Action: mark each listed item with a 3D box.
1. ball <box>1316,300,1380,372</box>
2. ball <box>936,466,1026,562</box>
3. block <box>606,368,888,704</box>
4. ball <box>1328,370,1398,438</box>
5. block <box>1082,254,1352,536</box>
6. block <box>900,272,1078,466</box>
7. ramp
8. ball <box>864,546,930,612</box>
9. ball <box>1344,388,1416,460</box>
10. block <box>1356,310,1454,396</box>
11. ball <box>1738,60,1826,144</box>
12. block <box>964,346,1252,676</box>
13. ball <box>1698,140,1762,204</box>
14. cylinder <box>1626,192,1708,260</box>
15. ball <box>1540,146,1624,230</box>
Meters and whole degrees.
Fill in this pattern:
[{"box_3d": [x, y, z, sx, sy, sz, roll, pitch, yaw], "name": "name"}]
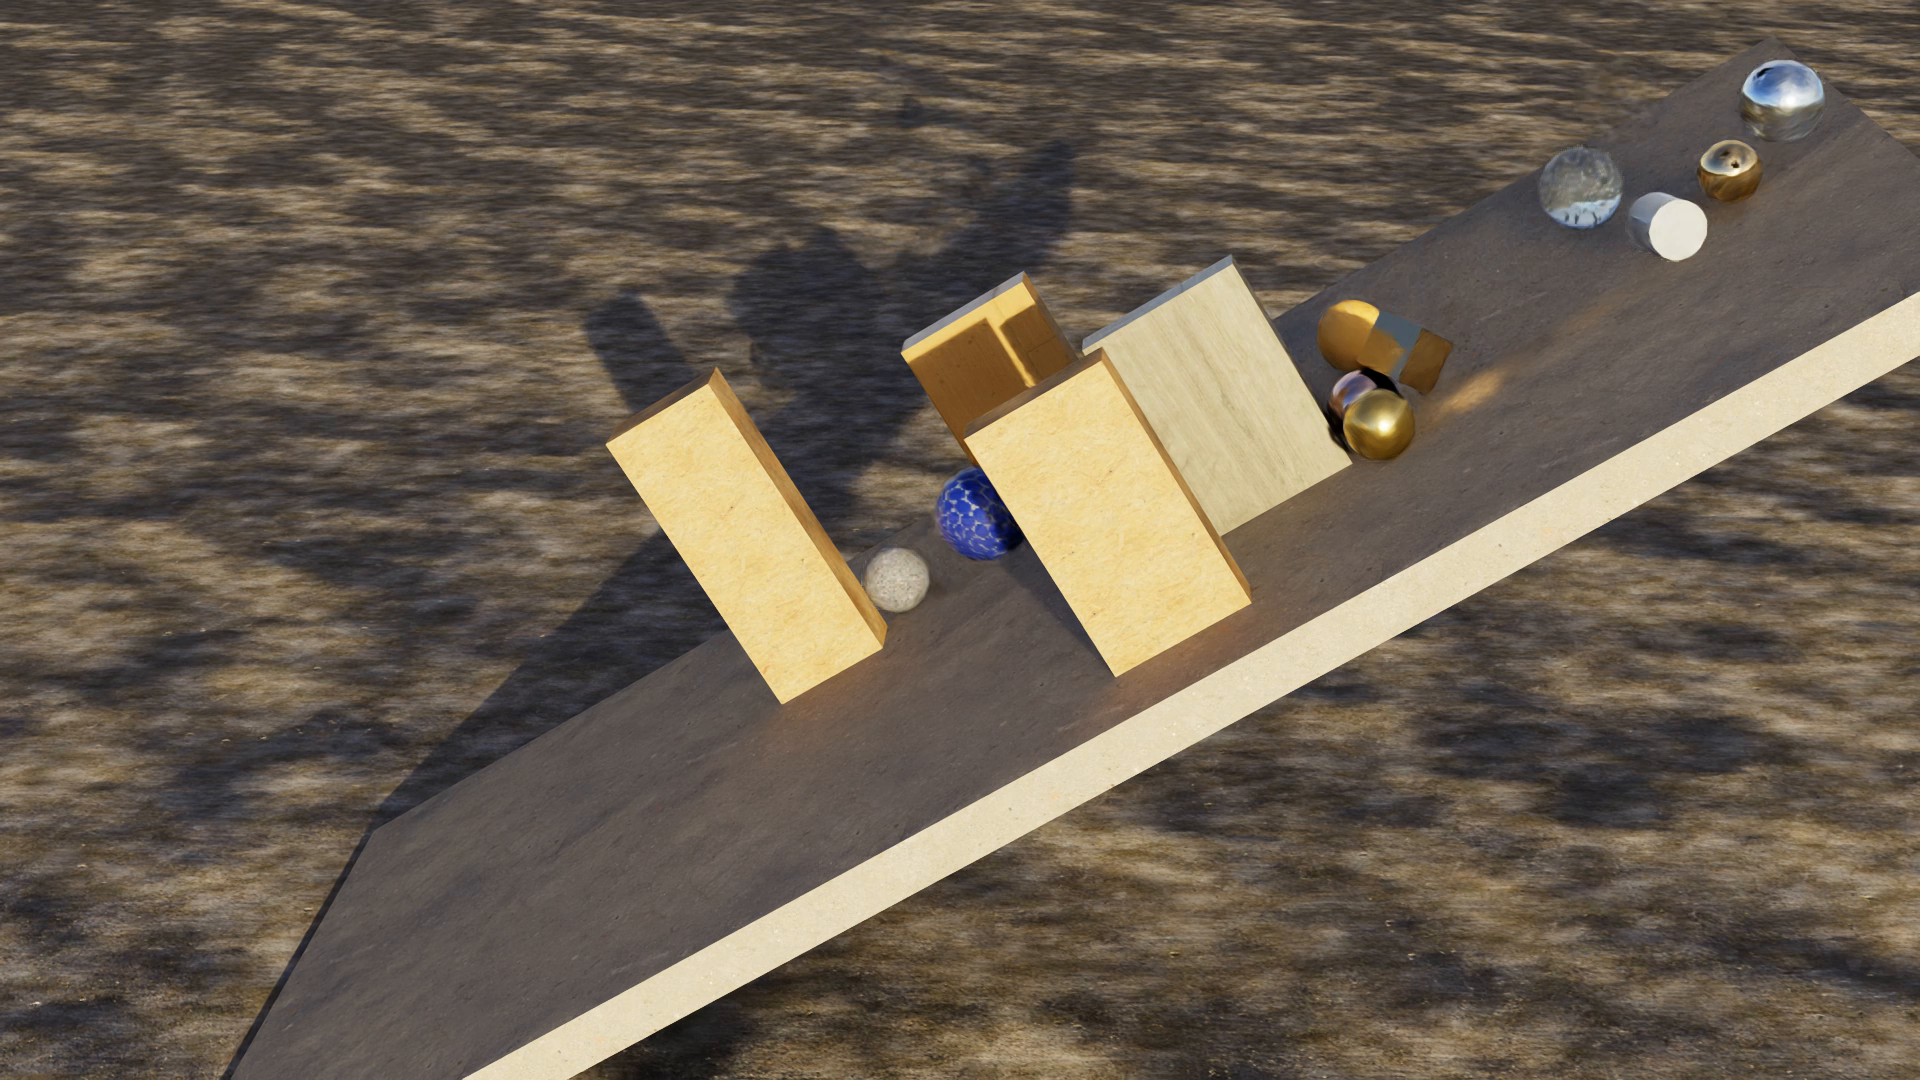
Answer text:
[{"box_3d": [0.838, -0.435, 6.278, 0.155, 0.155, 0.155, 0, 19, 0], "name": "ball"}, {"box_3d": [0.049, -0.057, 6.173, 0.202, 0.202, 0.202, 0, 19, 0], "name": "ball"}, {"box_3d": [-0.467, -0.007, 6.517, 0.267, 0.708, 0.137, -29, 15, 13], "name": "block"}, {"box_3d": [0.801, -0.266, 5.829, 0.145, 0.145, 0.145, 0, 19, 0], "name": "ball"}, {"box_3d": [0.509, -0.275, 5.822, 0.339, 0.471, 0.081, -29, 15, 13], "name": "block"}, {"box_3d": [0.121, -0.357, 6.953, 0.333, 0.439, 0.107, -29, 15, 13], "name": "block"}, {"box_3d": [0.141, 0.169, 6.289, 4.000, 0.100, 2.000, -29, 15, 13], "name": "ramp"}, {"box_3d": [-0.142, 0.088, 6.612, 0.151, 0.151, 0.151, 0, 19, 0], "name": "ball"}, {"box_3d": [0.807, -0.222, 5.660, 0.139, 0.139, 0.139, 0, 19, 0], "name": "ball"}, {"box_3d": [0.879, -0.370, 5.808, 0.113, 0.113, 0.113, 19, 8, -45], "name": "block"}, {"box_3d": [1.543, -0.824, 5.524, 0.156, 0.156, 0.156, 0, 19, 0], "name": "ball"}, {"box_3d": [0.276, -0.049, 5.446, 0.292, 0.541, 0.097, -29, 15, 13], "name": "block"}, {"box_3d": [1.532, -0.733, 5.852, 0.126, 0.126, 0.126, 0, 19, 0], "name": "ball"}, {"box_3d": [1.389, -0.618, 5.785, 0.118, 0.118, 0.118, -3, 14, -9], "name": "cylinder"}, {"box_3d": [1.318, -0.746, 6.244, 0.175, 0.175, 0.175, 0, 19, 0], "name": "ball"}]
